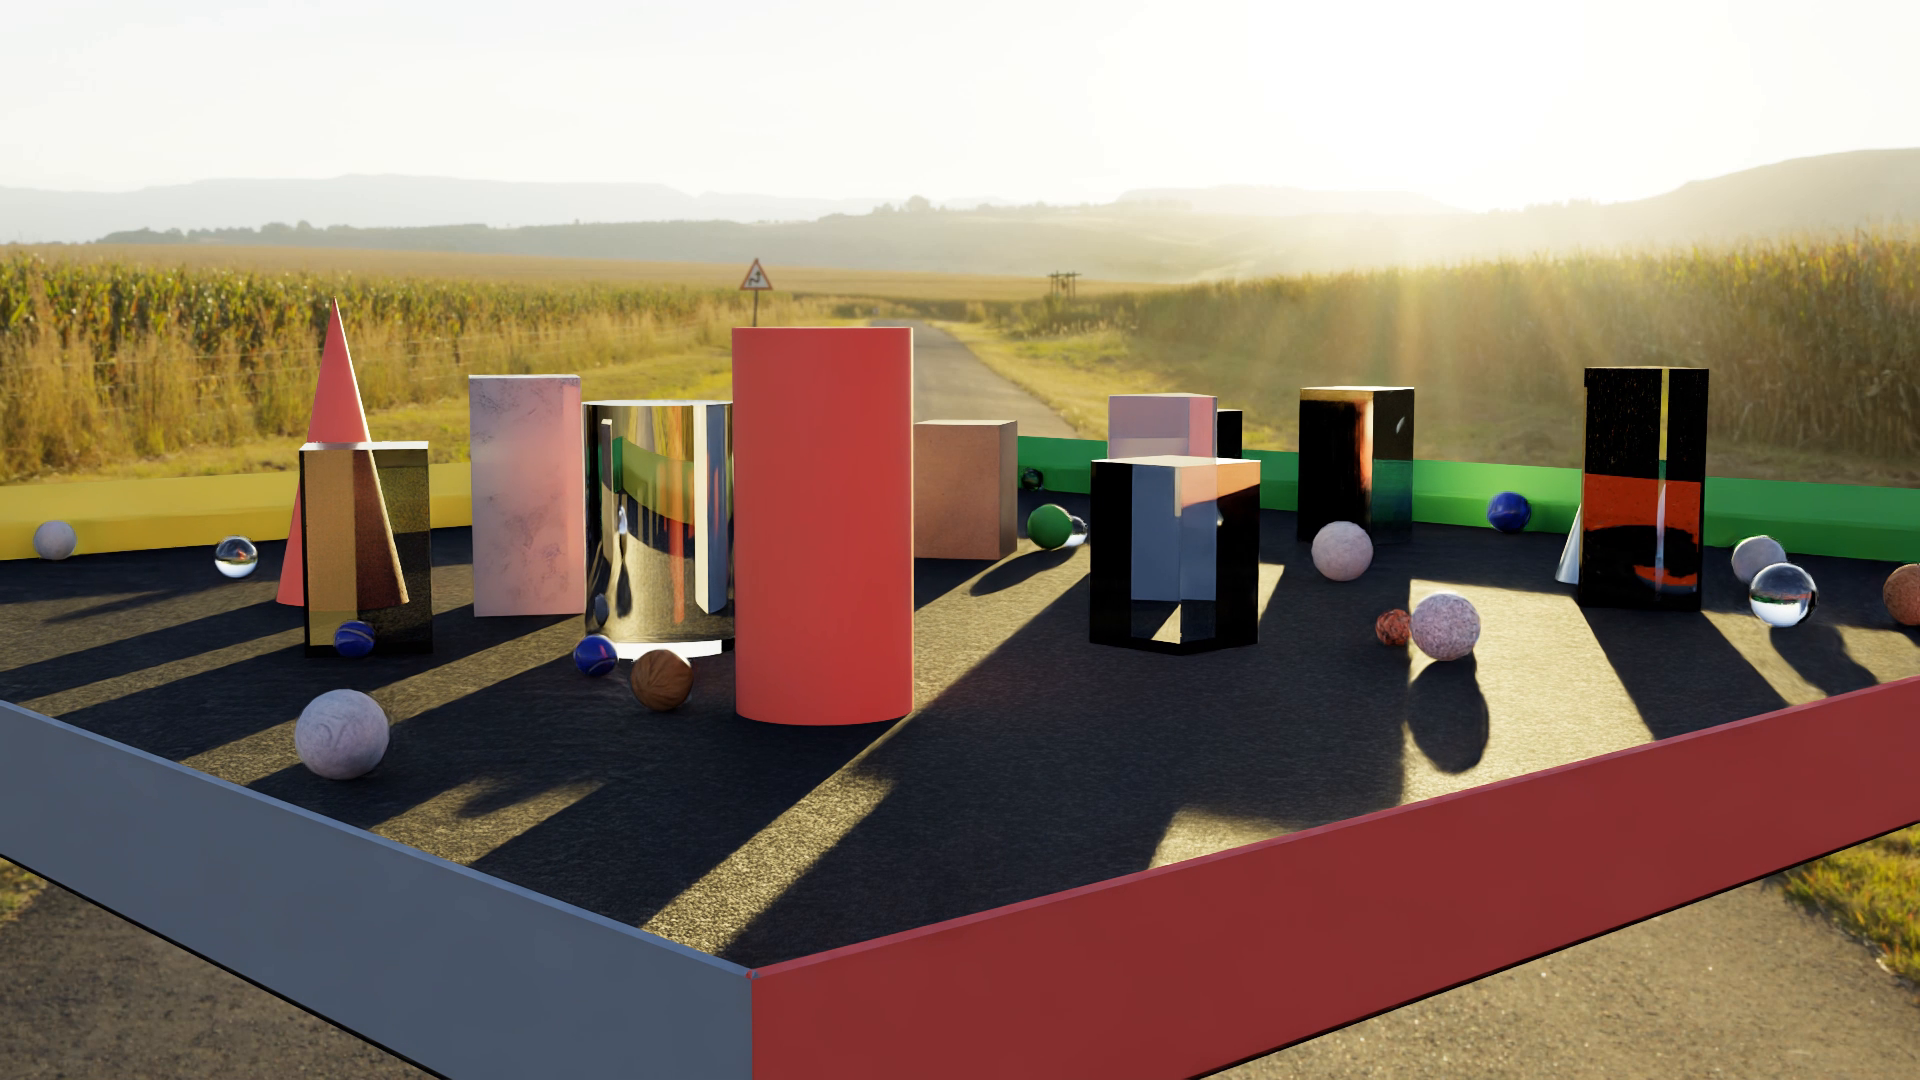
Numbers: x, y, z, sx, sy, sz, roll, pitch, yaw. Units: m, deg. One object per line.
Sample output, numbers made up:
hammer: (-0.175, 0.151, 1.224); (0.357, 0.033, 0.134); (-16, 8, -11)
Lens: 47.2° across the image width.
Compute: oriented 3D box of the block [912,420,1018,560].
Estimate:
block: (0.011, -0.095, 4.034); (0.160, 0.243, 0.160); (1, 6, 13)

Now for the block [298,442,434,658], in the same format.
block: (-0.785, 0.009, 2.917); (0.160, 0.268, 0.160); (-1, 6, -13)

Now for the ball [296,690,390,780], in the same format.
ball: (-0.588, 0.185, 2.096); (0.086, 0.086, 0.086); (0, 6, 0)

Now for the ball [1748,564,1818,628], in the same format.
ball: (1.160, 0.079, 3.100); (0.091, 0.091, 0.091); (0, 6, 0)

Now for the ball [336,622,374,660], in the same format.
ball: (-0.776, 0.128, 2.822); (0.049, 0.049, 0.049); (0, 6, 0)

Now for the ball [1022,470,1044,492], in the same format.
ball: (0.181, -0.148, 5.445); (0.055, 0.055, 0.055); (0, 6, 0)

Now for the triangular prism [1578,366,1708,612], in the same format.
triangular prism: (1.043, -0.083, 3.350); (0.173, 0.360, 0.150); (2, 6, 20)

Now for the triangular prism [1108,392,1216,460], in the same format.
triangular prism: (0.340, -0.077, 3.523); (0.173, 0.312, 0.150); (2, 6, 19)

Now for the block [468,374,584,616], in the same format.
block: (-0.650, -0.071, 3.292); (0.160, 0.348, 0.160); (-1, 6, -12)

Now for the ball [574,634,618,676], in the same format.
ball: (-0.445, 0.141, 2.686); (0.052, 0.052, 0.052); (0, 6, 0)

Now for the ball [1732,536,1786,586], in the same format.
ball: (1.288, 0.036, 3.545); (0.083, 0.083, 0.083); (0, 6, 0)

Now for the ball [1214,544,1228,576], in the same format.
ball: (0.425, 0.033, 3.711); (0.055, 0.055, 0.055); (0, 6, 0)

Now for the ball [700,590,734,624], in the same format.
ball: (-0.347, 0.096, 3.144); (0.047, 0.047, 0.047); (0, 6, 0)

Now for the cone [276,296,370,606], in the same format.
cone: (-0.960, -0.144, 3.400); (0.200, 0.470, 0.200); (0, 6, 0)

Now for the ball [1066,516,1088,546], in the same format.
ball: (0.214, -0.016, 4.176); (0.056, 0.056, 0.056); (0, 6, 0)

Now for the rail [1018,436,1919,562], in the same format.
rail: (1.178, -0.079, 4.413); (0.045, 0.130, 3.234); (-5, 8, -42)

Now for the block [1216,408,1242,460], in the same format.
block: (0.415, -0.114, 4.131); (0.160, 0.260, 0.160); (-4, 7, -37)

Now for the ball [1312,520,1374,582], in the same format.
ball: (0.632, 0.018, 3.635); (0.100, 0.100, 0.100); (0, 6, 0)

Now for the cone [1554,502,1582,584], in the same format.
cone: (1.091, -0.096, 3.637); (0.200, 0.327, 0.200); (0, 6, 0)

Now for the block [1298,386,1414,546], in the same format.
block: (0.767, -0.145, 4.258); (0.160, 0.296, 0.160); (5, 8, 40)

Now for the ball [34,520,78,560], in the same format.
ball: (-1.620, 0.001, 3.939); (0.072, 0.072, 0.072); (0, 6, 0)

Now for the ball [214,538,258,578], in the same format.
ball: (-1.209, 0.030, 3.674); (0.068, 0.068, 0.068); (0, 6, 0)

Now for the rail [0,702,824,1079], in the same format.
rail: (-1.178, 0.146, 2.250); (0.045, 0.130, 3.234); (-5, 8, -42)

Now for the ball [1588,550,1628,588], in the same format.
ball: (1.040, 0.048, 3.535); (0.061, 0.061, 0.061); (0, 6, 0)

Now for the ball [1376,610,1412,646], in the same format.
ball: (0.580, 0.117, 2.933); (0.049, 0.049, 0.049); (0, 6, 0)

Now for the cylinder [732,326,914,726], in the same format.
cylinder: (-0.152, -0.022, 2.448); (0.200, 0.426, 0.200); (0, 6, 0)

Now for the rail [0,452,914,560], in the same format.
rail: (-1.080, -0.087, 4.496); (3.254, 0.130, 0.045); (-5, 8, -42)

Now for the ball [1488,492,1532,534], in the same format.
ball: (1.102, -0.055, 4.410); (0.085, 0.085, 0.085); (0, 6, 0)

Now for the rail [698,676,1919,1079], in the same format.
rail: (1.080, 0.155, 2.167); (3.254, 0.130, 0.045); (-5, 8, -42)

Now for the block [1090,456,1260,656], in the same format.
block: (0.288, 0.016, 2.947); (0.160, 0.246, 0.160); (-6, 8, -43)

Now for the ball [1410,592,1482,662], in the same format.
ball: (0.620, 0.110, 2.806); (0.089, 0.089, 0.089); (0, 6, 0)

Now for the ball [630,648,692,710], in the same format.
ball: (-0.334, 0.156, 2.460); (0.070, 0.070, 0.070); (0, 6, 0)

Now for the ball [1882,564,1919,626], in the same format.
ball: (1.355, 0.078, 3.116); (0.089, 0.089, 0.089); (0, 6, 0)

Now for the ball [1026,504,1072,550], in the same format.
ball: (0.167, -0.024, 4.116); (0.084, 0.084, 0.084); (0, 6, 0)

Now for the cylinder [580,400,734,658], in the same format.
cylinder: (-0.397, -0.019, 2.909); (0.200, 0.325, 0.200); (0, 6, 0)
